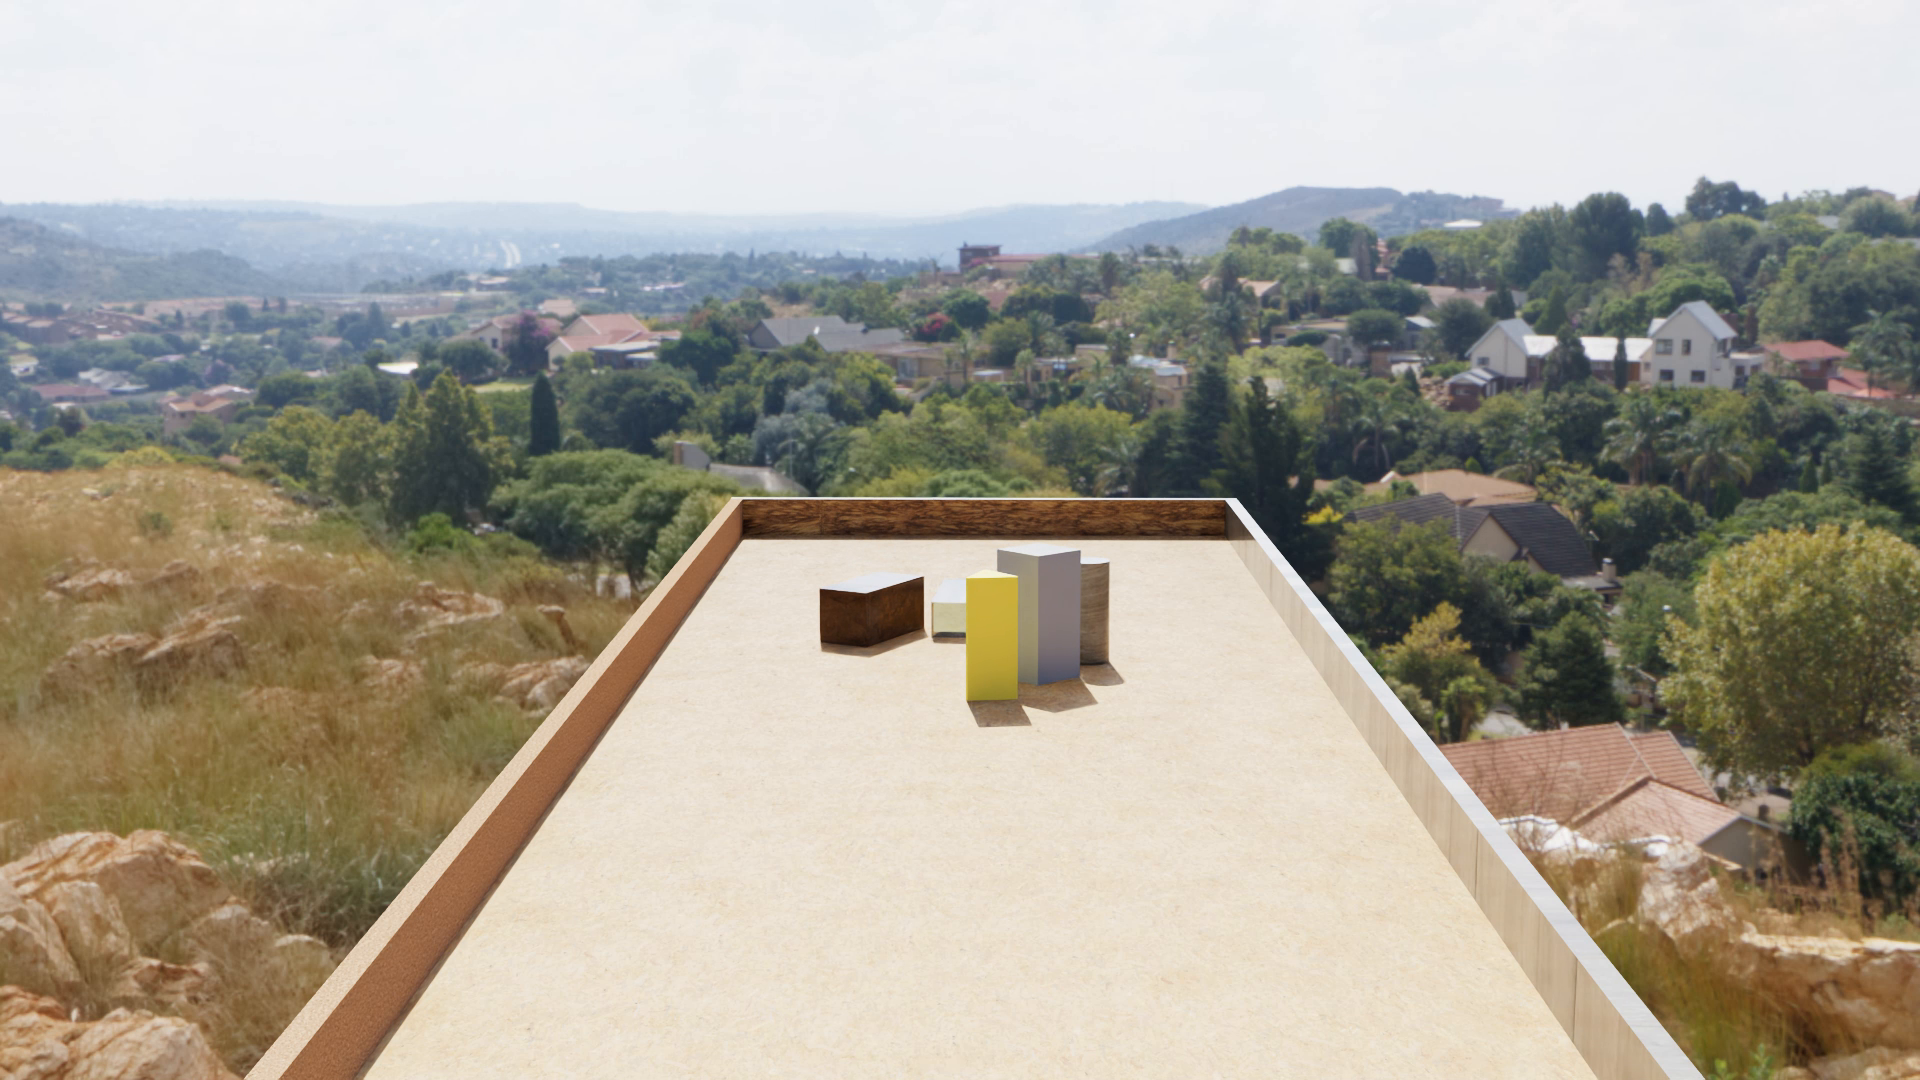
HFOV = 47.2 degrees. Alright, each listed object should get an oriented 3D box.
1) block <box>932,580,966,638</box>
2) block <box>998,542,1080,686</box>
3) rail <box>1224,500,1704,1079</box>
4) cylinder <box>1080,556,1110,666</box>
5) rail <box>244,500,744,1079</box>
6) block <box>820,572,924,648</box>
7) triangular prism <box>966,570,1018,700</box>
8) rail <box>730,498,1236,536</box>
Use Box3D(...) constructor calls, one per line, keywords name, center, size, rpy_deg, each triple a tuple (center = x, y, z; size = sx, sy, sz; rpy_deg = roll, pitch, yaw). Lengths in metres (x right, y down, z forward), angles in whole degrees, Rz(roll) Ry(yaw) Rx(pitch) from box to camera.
Box3D(name="block", center=(-0.017, 0.222, 7.243), size=(0.114, 0.114, 0.428), rpy_deg=(1, 9, 5))
Box3D(name="block", center=(0.230, 0.215, 6.441), size=(0.173, 0.380, 0.173), rpy_deg=(-8, 12, -42))
Box3D(name="rail", center=(1.046, 0.843, 3.208), size=(0.050, 0.150, 12.000), rpy_deg=(0, 9, 1))
Box3D(name="cylinder", center=(0.391, 0.215, 6.659), size=(0.123, 0.311, 0.123), rpy_deg=(0, 9, 0))
Box3D(name="rail", center=(-1.004, 0.839, 3.234), size=(0.050, 0.150, 12.000), rpy_deg=(0, 9, 1))
Box3D(name="block", center=(-0.280, 0.220, 7.068), size=(0.173, 0.173, 0.360), rpy_deg=(5, 10, 29))
Box3D(name="triangular prism", center=(0.081, 0.266, 6.212), size=(0.145, 0.349, 0.126), rpy_deg=(-1, 9, -8))
Box3D(name="rail", center=(0.099, -0.098, 9.147), size=(2.100, 0.150, 0.050), rpy_deg=(0, 9, 1))
